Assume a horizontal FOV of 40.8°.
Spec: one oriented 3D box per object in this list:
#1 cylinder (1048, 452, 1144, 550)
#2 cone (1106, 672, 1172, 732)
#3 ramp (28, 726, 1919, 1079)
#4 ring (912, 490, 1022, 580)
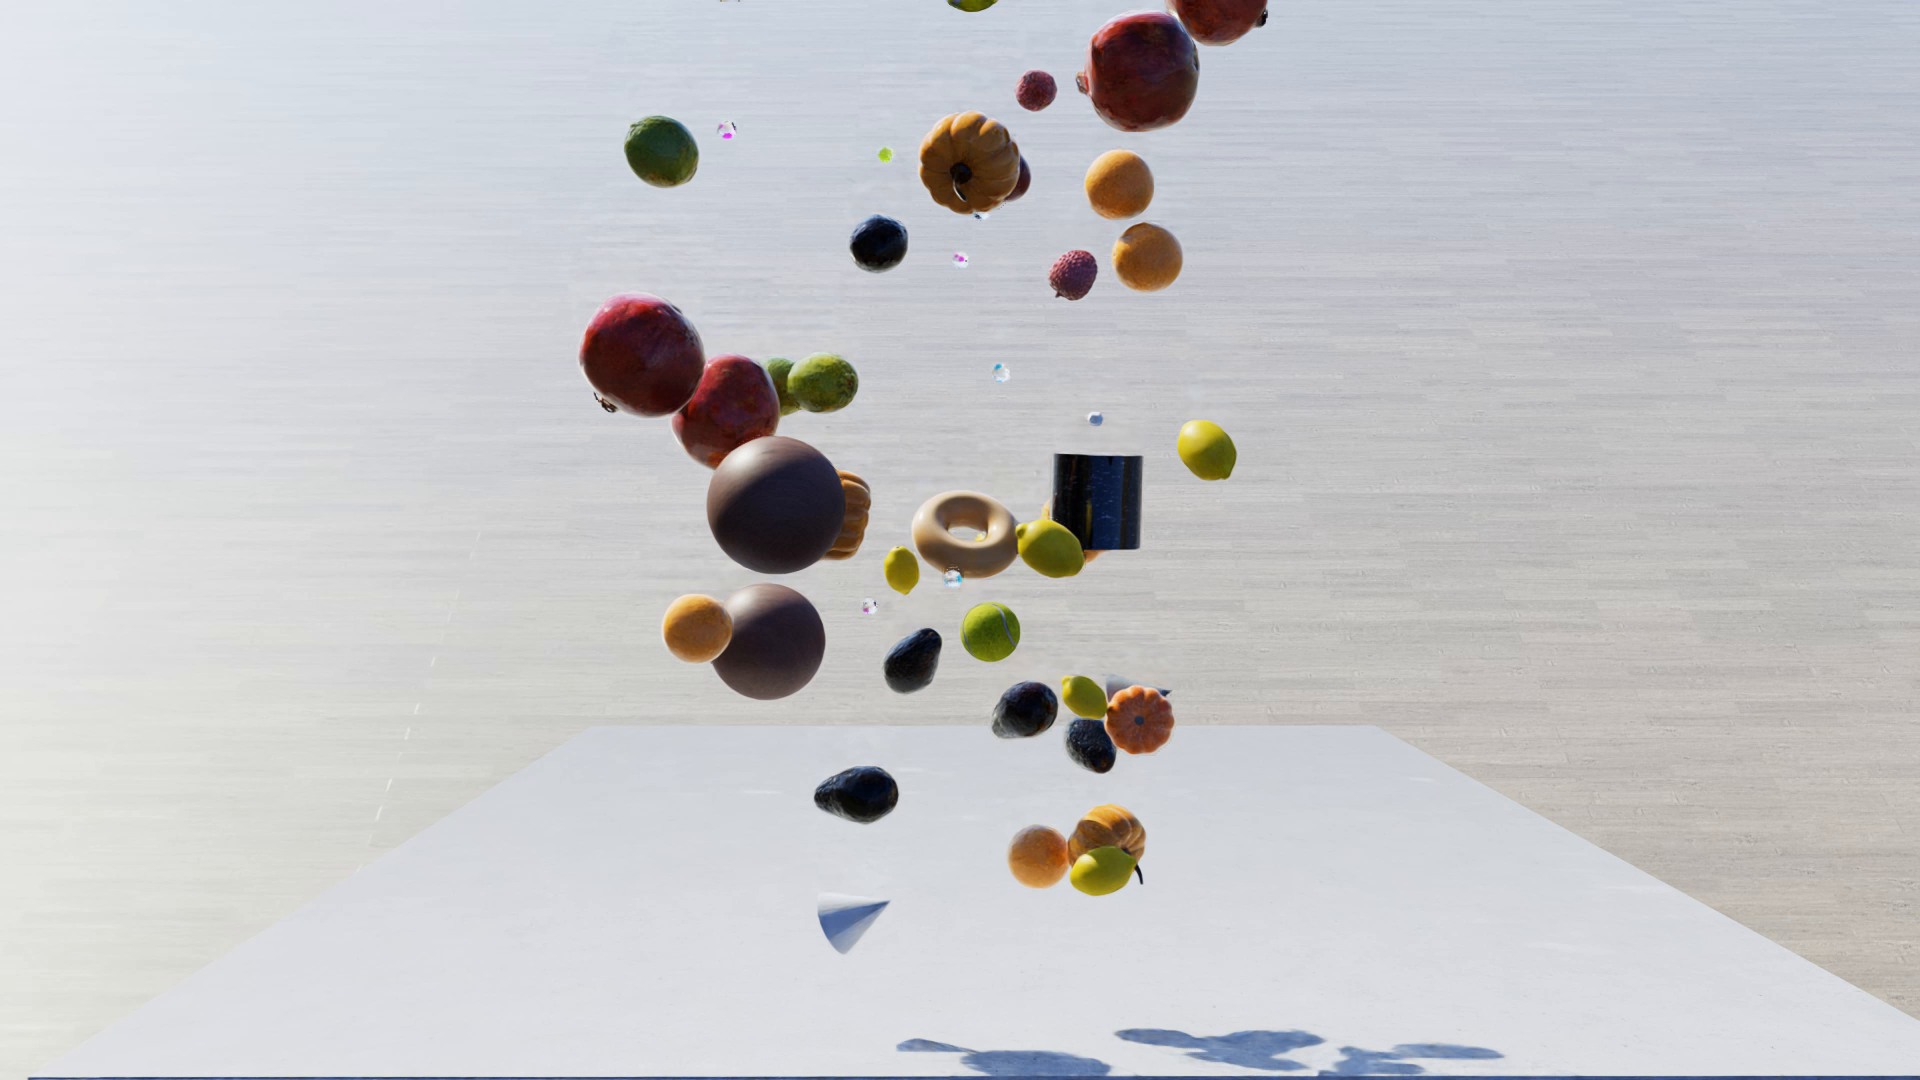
[{"bbox_3d":[0.141,-0.042,2.687,0.097,0.097,0.097,2,4,0],"label":"cylinder"},{"bbox_3d":[0.202,0.173,2.849,0.067,0.067,0.067,-12,25,12],"label":"cone"},{"bbox_3d":[0.062,0.556,4.594,2.000,0.100,4.000,0,1,0],"label":"ramp"},{"bbox_3d":[0.007,-0.006,2.694,0.117,0.039,0.117,6,43,-6],"label":"ring"}]
